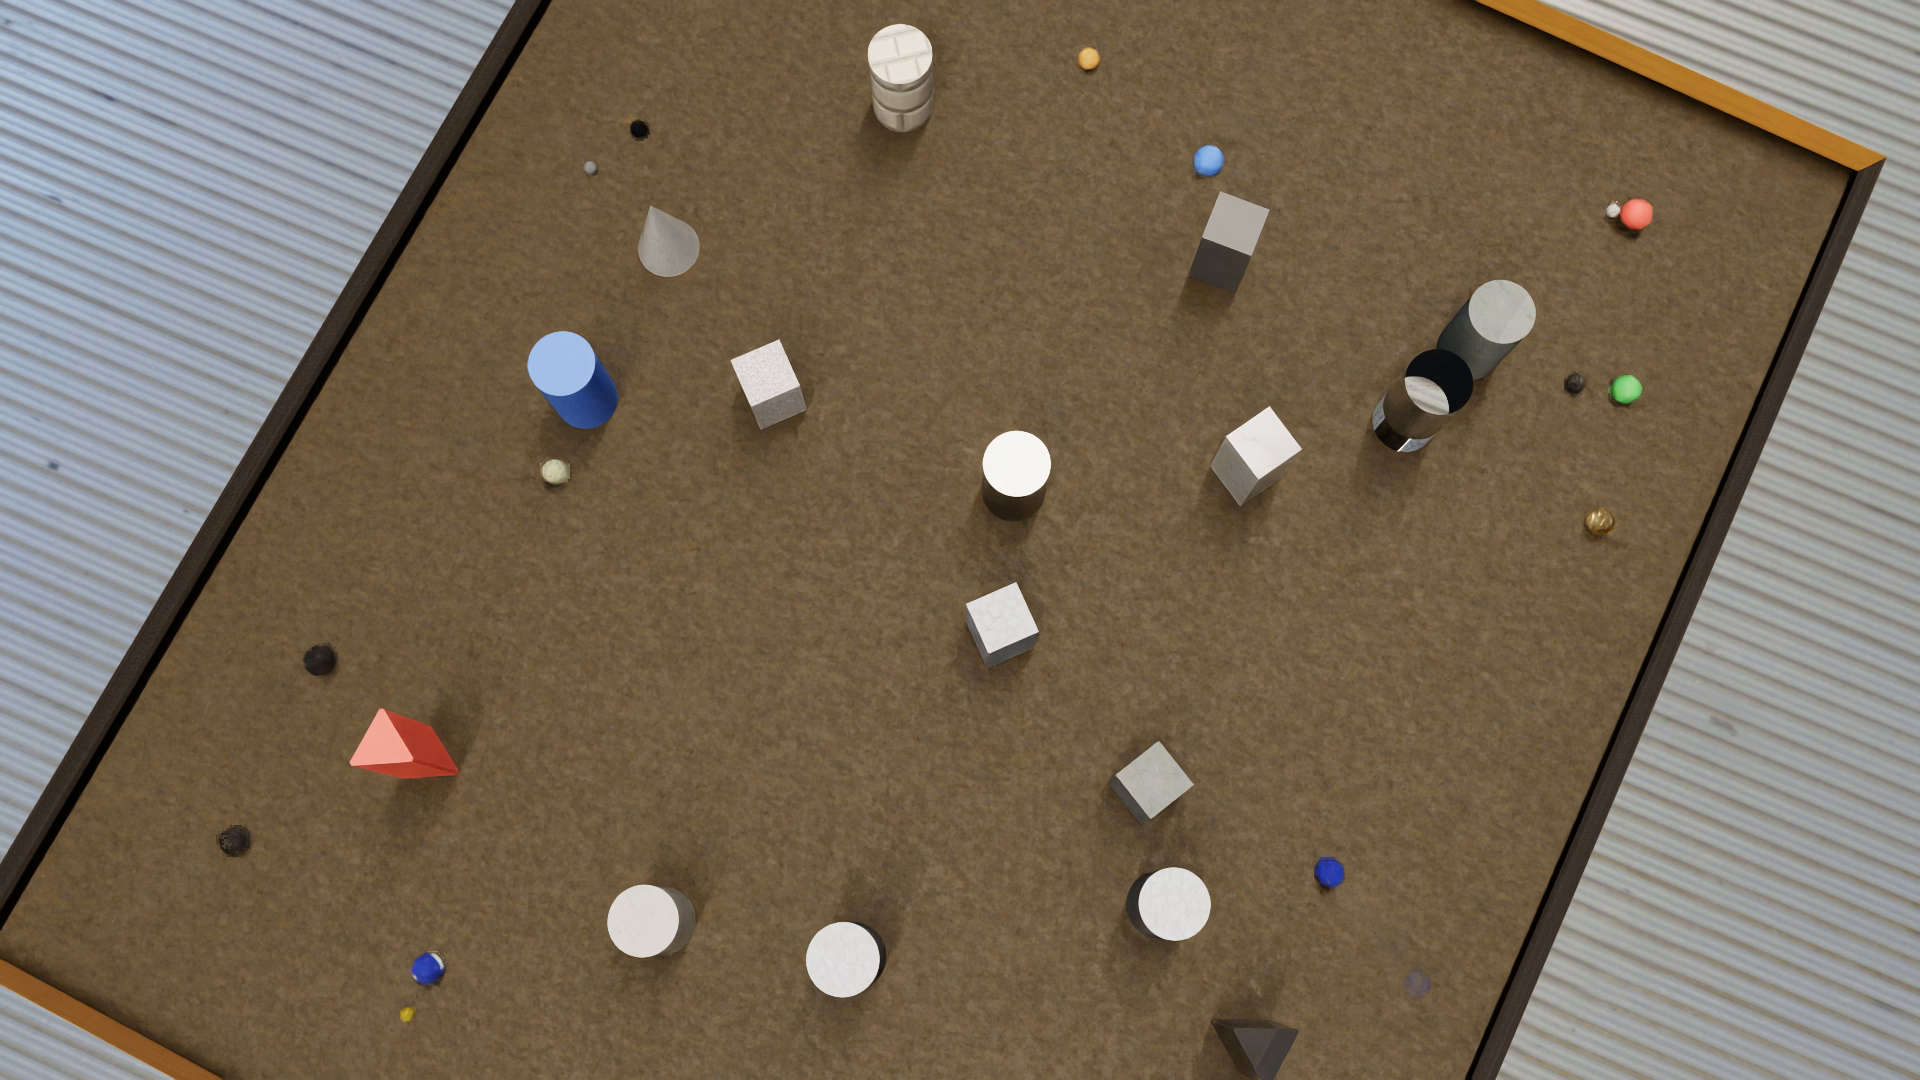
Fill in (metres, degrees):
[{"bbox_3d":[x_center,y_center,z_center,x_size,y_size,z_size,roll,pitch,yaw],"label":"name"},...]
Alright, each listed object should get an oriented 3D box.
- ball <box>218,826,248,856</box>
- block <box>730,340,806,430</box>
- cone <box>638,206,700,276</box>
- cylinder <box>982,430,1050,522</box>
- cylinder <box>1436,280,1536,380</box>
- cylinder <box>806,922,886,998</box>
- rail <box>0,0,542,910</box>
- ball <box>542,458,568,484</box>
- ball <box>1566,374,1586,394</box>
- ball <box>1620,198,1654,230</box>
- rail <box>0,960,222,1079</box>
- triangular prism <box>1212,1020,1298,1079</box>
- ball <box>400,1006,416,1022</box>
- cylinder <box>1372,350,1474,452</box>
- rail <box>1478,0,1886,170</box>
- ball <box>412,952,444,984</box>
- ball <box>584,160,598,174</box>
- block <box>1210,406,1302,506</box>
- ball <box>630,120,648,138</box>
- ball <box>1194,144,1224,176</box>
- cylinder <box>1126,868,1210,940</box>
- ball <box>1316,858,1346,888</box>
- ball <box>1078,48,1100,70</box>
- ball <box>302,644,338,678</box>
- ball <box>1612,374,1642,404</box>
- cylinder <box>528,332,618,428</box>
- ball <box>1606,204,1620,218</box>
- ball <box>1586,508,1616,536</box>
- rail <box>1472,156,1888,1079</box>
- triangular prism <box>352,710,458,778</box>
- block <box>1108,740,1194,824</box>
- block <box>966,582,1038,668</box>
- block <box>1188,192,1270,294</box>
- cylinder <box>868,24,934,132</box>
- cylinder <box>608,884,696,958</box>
[{"bbox_3d":[-2.137,0.886,5.391,0.083,0.083,0.083,0,78,0],"label":"ball"},{"bbox_3d":[-0.579,-0.470,5.579,0.157,0.263,0.157,-24,79,-5],"label":"block"},{"bbox_3d":[-0.923,-0.963,5.636,0.197,0.351,0.197,0,78,0],"label":"cone"},{"bbox_3d":[0.165,-0.187,5.483,0.197,0.337,0.197,0,78,0],"label":"cylinder"},{"bbox_3d":[1.591,-0.633,5.559,0.197,0.370,0.197,0,78,0],"label":"cylinder"},{"bbox_3d":[-0.314,1.171,5.135,0.197,0.469,0.197,0,78,0],"label":"cylinder"},{"bbox_3d":[-1.813,-0.881,5.733,0.045,0.128,4.774,26,80,5],"label":"rail"},{"bbox_3d":[-1.241,-0.209,5.618,0.081,0.081,0.081,0,78,0],"label":"ball"},{"bbox_3d":[1.911,-0.486,5.686,0.060,0.060,0.060,0,78,0],"label":"ball"},{"bbox_3d":[2.133,-1.027,5.776,0.098,0.098,0.098,0,78,0],"label":"ball"},{"bbox_3d":[-1.057,2.077,5.120,4.102,0.128,0.045,26,80,5],"label":"rail"},{"bbox_3d":[0.793,1.386,5.095,0.148,0.460,0.170,31,80,6],"label":"triangular prism"},{"bbox_3d":[-1.601,1.374,5.311,0.042,0.042,0.042,0,78,0],"label":"ball"},{"bbox_3d":[1.379,-0.412,5.483,0.197,0.429,0.197,0,78,0],"label":"cylinder"},{"bbox_3d":[1.057,-2.063,5.977,4.102,0.128,0.045,26,80,5],"label":"rail"},{"bbox_3d":[-1.544,1.243,5.313,0.091,0.091,0.091,0,78,0],"label":"ball"},{"bbox_3d":[-1.177,-1.185,5.840,0.044,0.044,0.044,0,78,0],"label":"ball"},{"bbox_3d":[0.882,-0.246,5.486,0.157,0.355,0.157,-34,80,-7],"label":"block"},{"bbox_3d":[-1.026,-1.313,5.858,0.058,0.058,0.058,0,78,0],"label":"ball"},{"bbox_3d":[0.790,-1.205,5.817,0.096,0.096,0.096,0,78,0],"label":"ball"},{"bbox_3d":[0.587,1.035,5.204,0.197,0.389,0.197,0,78,0],"label":"cylinder"},{"bbox_3d":[1.087,0.976,5.372,0.084,0.084,0.084,0,78,0],"label":"ball"},{"bbox_3d":[0.415,-1.550,5.902,0.071,0.071,0.071,0,78,0],"label":"ball"},{"bbox_3d":[-1.918,0.362,5.492,0.097,0.097,0.097,0,78,0],"label":"ball"},{"bbox_3d":[2.061,-0.466,5.667,0.090,0.090,0.090,0,78,0],"label":"ball"},{"bbox_3d":[-1.163,-0.478,5.528,0.197,0.367,0.197,0,78,0],"label":"cylinder"},{"bbox_3d":[2.071,-1.045,5.811,0.043,0.043,0.043,0,78,0],"label":"ball"},{"bbox_3d":[1.954,-0.056,5.585,0.084,0.084,0.084,0,78,0],"label":"ball"},{"bbox_3d":[1.813,0.895,5.365,0.045,0.128,4.774,26,80,5],"label":"rail"},{"bbox_3d":[-1.586,0.583,5.255,0.170,0.471,0.148,-4,78,-1],"label":"triangular prism"},{"bbox_3d":[0.551,0.707,5.323,0.157,0.289,0.157,-37,81,-7],"label":"block"},{"bbox_3d":[0.122,0.255,5.401,0.157,0.318,0.157,-23,79,-5],"label":"block"},{"bbox_3d":[0.824,-0.912,5.636,0.157,0.332,0.157,22,79,4],"label":"block"},{"bbox_3d":[-0.182,-1.440,5.736,0.197,0.351,0.197,0,78,0],"label":"cylinder"},{"bbox_3d":[-0.875,1.085,5.221,0.197,0.335,0.197,0,78,0],"label":"cylinder"}]
